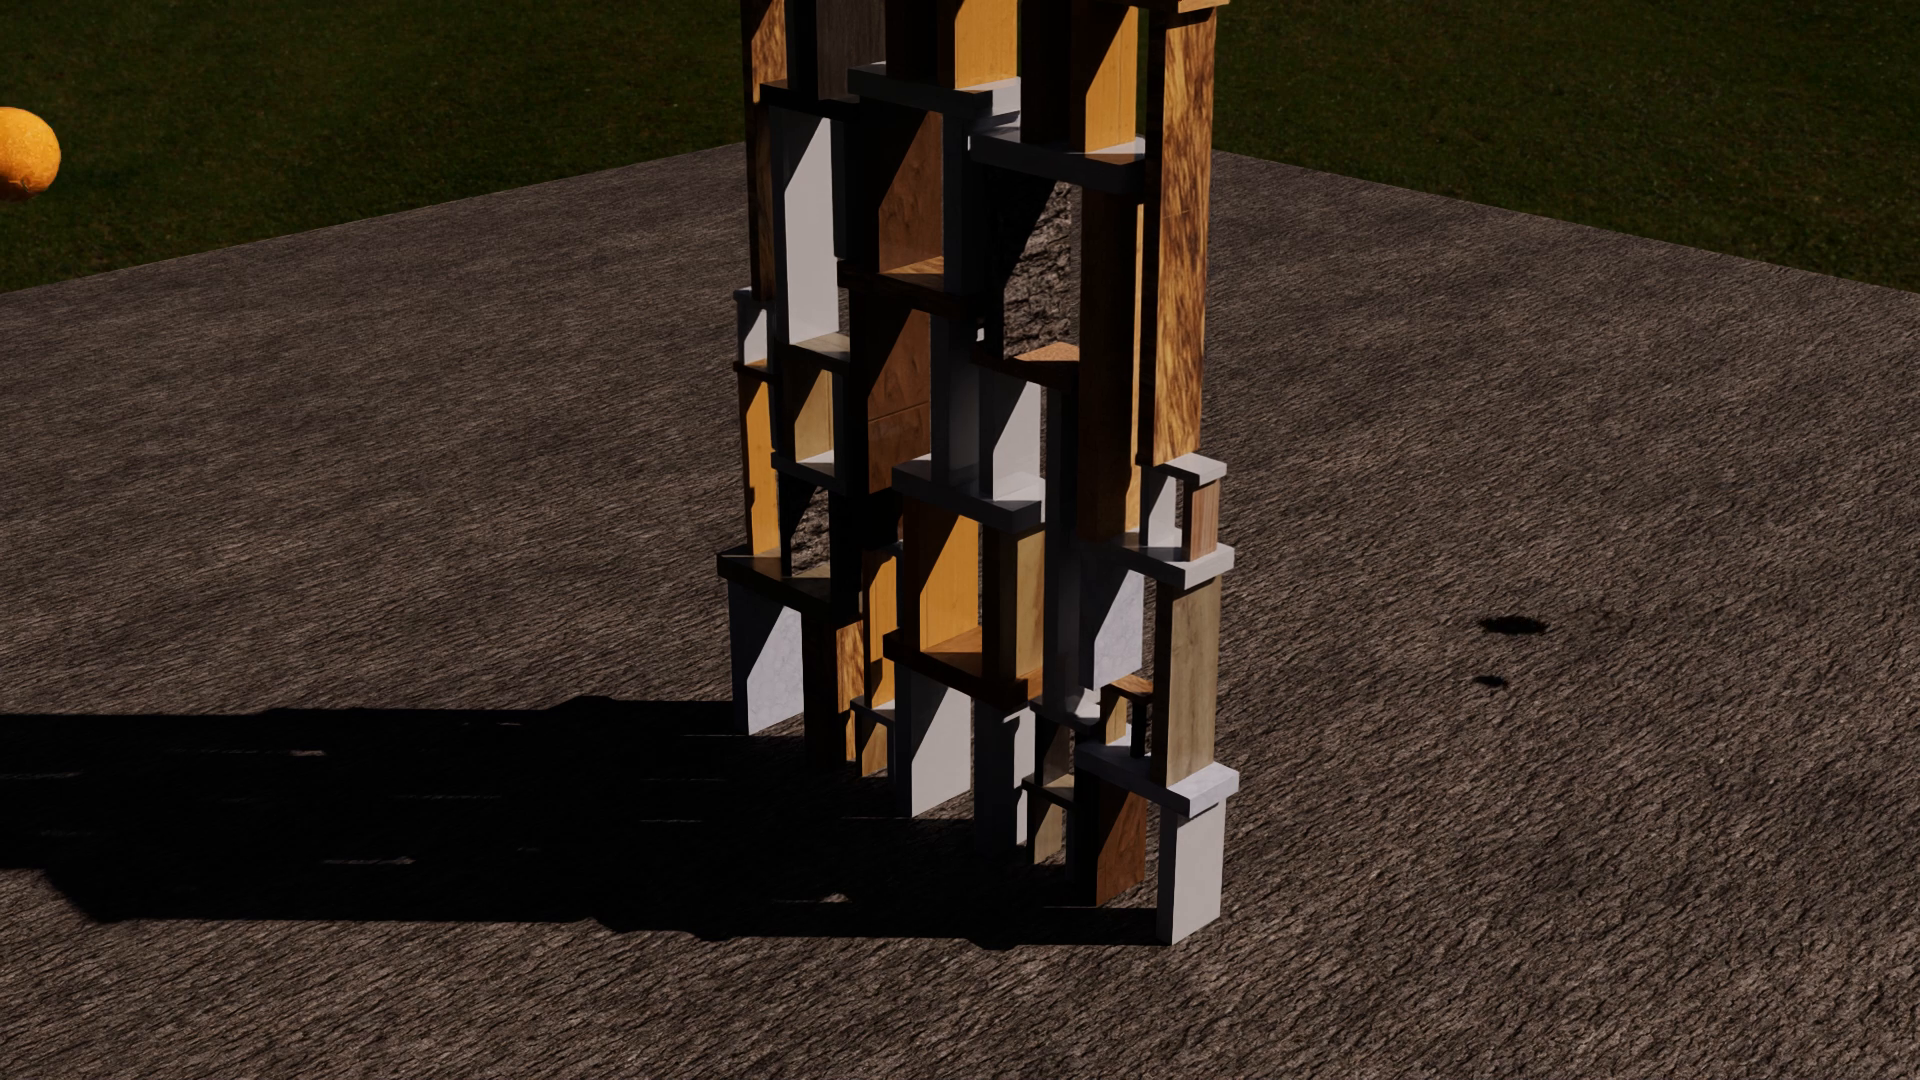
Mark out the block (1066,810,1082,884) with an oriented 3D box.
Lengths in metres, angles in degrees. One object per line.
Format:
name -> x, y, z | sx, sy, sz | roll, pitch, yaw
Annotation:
block -> 0.236, 0.574, 4.212 | 0.022, 0.153, 0.076 | 21, 31, 40

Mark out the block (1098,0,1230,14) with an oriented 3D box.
block -> 0.294, -0.883, 3.516 | 0.125, 0.035, 0.249 | -22, 31, -40

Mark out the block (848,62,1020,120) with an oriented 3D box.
block -> -0.033, -0.807, 3.918 | 0.320, 0.045, 0.160 | 21, 31, 40

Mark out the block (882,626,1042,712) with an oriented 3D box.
block -> 0.024, 0.233, 4.297 | 0.334, 0.047, 0.167 | 21, 31, 41

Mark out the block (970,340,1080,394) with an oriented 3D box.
block -> 0.149, -0.319, 3.921 | 0.125, 0.035, 0.250 | -22, 31, -40

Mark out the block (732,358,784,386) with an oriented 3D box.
block -> -0.392, -0.348, 4.495 | 0.141, 0.020, 0.071 | 22, 31, 40

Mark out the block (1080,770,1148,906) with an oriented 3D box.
block -> 0.291, 0.538, 4.139 | 0.039, 0.277, 0.139 | 21, 31, 41

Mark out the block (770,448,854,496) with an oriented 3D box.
block -> -0.265, -0.147, 4.453 | 0.228, 0.032, 0.114 | 21, 31, 40

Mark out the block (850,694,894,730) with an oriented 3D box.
block -> -0.151, 0.351, 4.534 | 0.146, 0.021, 0.073 | 21, 31, 40

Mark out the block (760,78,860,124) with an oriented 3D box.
block -> -0.242, -0.831, 4.136 | 0.261, 0.037, 0.131 | 21, 31, 41

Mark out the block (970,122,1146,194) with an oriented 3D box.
block -> 0.199, -0.653, 3.722 | 0.171, 0.049, 0.343 | -22, 31, -40

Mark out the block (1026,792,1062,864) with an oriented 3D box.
block -> 0.164, 0.546, 4.279 | 0.077, 0.153, 0.022 | -21, 31, -41

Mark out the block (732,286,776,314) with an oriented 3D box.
block -> -0.390, -0.486, 4.435 | 0.131, 0.019, 0.066 | 21, 31, 40

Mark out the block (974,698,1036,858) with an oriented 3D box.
block -> 0.103, 0.439, 4.299 | 0.047, 0.334, 0.167 | 21, 31, 41

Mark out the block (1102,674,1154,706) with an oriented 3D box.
block -> 0.309, 0.267, 4.010 | 0.057, 0.016, 0.113 | -21, 31, -40

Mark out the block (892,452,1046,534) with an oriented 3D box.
block -> 0.038, -0.097, 4.139 | 0.319, 0.045, 0.159 | 21, 31, 41

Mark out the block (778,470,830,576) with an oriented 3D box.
block -> -0.319, -0.048, 4.552 | 0.032, 0.228, 0.114 | 21, 31, 41

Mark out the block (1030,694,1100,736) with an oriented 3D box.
block -> 0.212, 0.323, 4.138 | 0.151, 0.021, 0.076 | 21, 31, 40

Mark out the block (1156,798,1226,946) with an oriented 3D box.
block -> 0.422, 0.589, 4.018 | 0.039, 0.277, 0.139 | 21, 31, 41

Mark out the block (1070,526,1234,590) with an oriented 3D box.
block -> 0.336, 0.013, 3.863 | 0.132, 0.037, 0.265 | -21, 31, -40

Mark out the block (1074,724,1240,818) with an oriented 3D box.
block -> 0.357, 0.417, 4.017 | 0.139, 0.039, 0.277 | -21, 31, -41

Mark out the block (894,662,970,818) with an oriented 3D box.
block -> -0.054, 0.377, 4.444 | 0.047, 0.334, 0.167 | 21, 31, 41

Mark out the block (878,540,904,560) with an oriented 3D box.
block -> -0.127, 0.003, 4.368 | 0.149, 0.021, 0.075 | 21, 31, 40

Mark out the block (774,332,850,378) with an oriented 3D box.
block -> -0.253, -0.372, 4.340 | 0.219, 0.031, 0.109 | 21, 31, 40

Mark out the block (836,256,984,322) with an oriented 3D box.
block -> -0.057, -0.478, 4.079 | 0.329, 0.047, 0.164 | 21, 31, 40

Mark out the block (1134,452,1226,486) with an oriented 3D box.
block -> 0.377, -0.130, 3.758 | 0.072, 0.020, 0.143 | -22, 31, -40

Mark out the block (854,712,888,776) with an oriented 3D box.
block -> -0.185, 0.414, 4.597 | 0.021, 0.146, 0.073 | 21, 31, 40

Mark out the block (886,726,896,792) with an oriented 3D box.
block -> -0.116, 0.441, 4.534 | 0.021, 0.146, 0.073 | 21, 31, 41

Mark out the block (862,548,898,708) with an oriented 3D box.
block -> -0.163, 0.167, 4.476 | 0.021, 0.364, 0.075 | 21, 31, 40

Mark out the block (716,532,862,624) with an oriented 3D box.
block -> -0.329, 0.076, 4.614 | 0.353, 0.050, 0.176 | 21, 31, 41

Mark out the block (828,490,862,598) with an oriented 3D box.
block -> -0.211, -0.007, 4.454 | 0.032, 0.228, 0.114 | 21, 31, 40

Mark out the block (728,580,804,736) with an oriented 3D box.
block -> -0.412, 0.229, 4.769 | 0.050, 0.353, 0.176 | 21, 31, 41

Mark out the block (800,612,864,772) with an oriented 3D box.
block -> -0.246, 0.294, 4.616 | 0.050, 0.353, 0.176 | 21, 31, 41

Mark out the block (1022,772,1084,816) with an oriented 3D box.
block -> 0.200, 0.479, 4.212 | 0.153, 0.022, 0.076 | 21, 31, 40
